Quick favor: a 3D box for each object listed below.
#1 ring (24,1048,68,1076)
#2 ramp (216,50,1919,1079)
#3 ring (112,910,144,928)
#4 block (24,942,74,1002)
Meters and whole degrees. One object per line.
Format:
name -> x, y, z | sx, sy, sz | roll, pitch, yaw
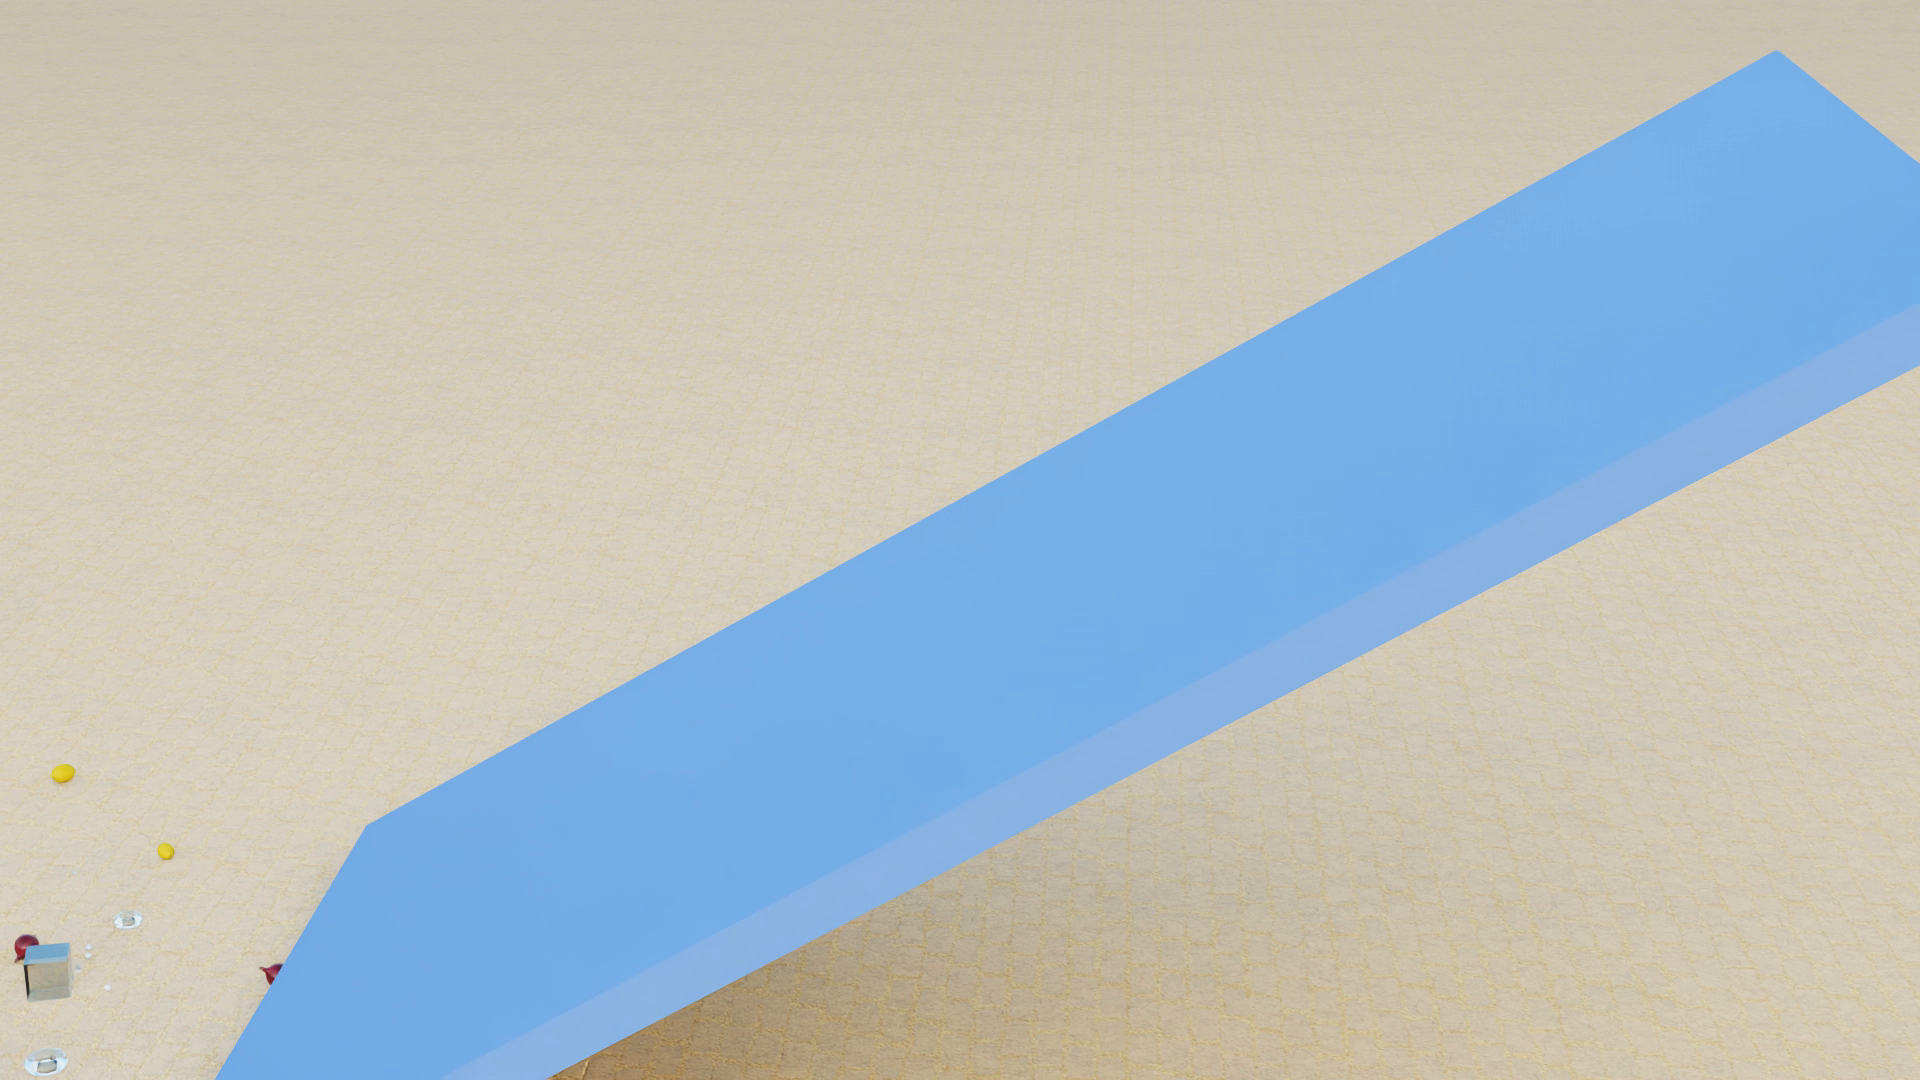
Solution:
ring -> -2.051, 1.172, 6.601 | 0.095, 0.032, 0.095 | 1, 20, 0
ramp -> 0.142, 0.168, 6.286 | 4.000, 0.100, 2.000 | -29, 15, 12
ring -> -2.061, 0.940, 7.287 | 0.076, 0.025, 0.076 | -1, 18, 0
block -> -2.150, 1.020, 6.941 | 0.098, 0.098, 0.098 | -4, 19, -11
